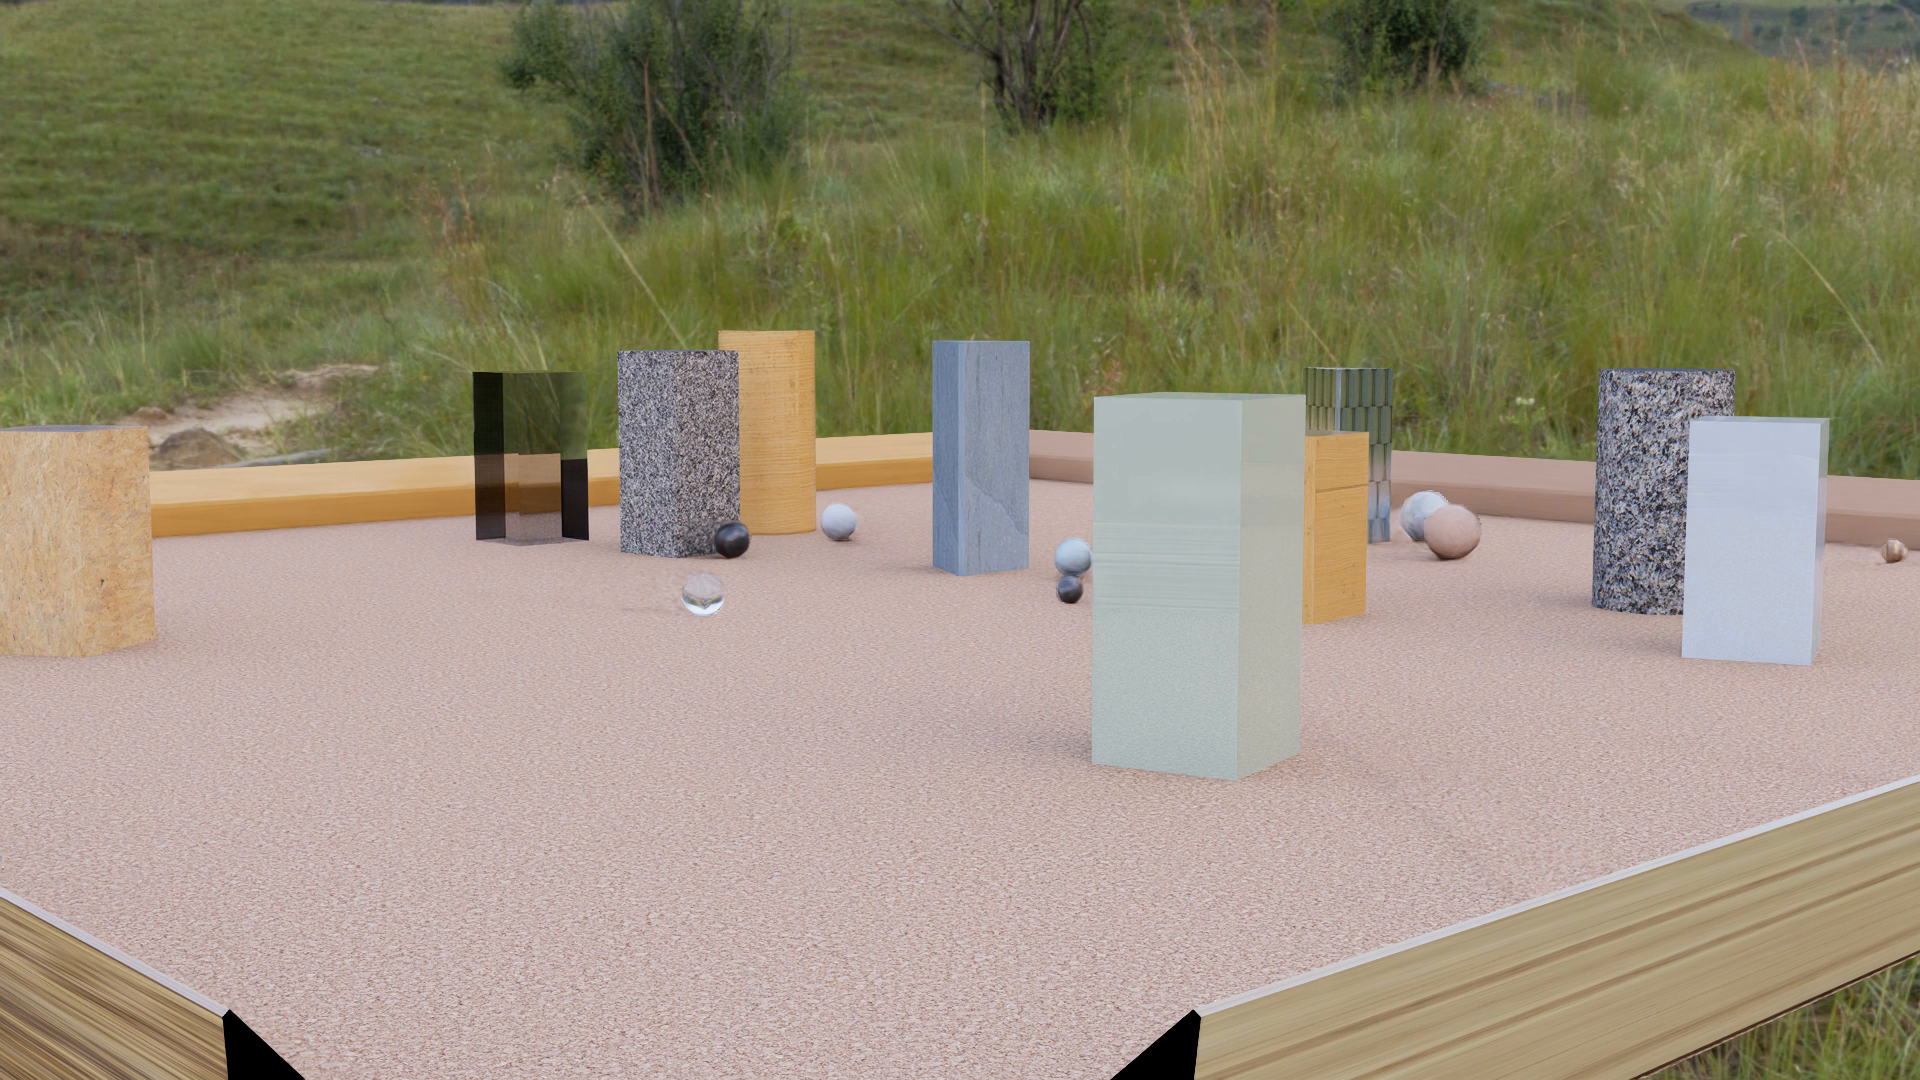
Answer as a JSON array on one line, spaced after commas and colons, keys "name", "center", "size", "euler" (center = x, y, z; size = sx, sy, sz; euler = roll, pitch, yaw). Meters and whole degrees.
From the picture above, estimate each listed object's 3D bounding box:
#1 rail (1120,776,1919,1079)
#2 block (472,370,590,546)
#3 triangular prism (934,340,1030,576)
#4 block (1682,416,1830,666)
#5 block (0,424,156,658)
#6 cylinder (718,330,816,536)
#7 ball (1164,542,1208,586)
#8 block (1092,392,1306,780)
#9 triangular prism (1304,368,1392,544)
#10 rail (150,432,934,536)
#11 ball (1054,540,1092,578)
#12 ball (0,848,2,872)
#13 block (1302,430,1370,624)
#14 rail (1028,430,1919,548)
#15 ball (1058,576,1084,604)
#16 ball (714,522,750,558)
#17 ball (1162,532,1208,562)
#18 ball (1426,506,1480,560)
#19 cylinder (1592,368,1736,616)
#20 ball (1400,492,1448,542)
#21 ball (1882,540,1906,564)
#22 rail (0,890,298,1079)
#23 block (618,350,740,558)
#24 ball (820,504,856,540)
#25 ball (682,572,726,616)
[{"name": "rail", "center": [1.200, 0.168, 2.039], "size": [3.665, 0.126, 0.045], "euler": [-6, 8, -42]}, {"name": "block", "center": [-0.826, -0.161, 4.231], "size": [0.155, 0.325, 0.155], "euler": [-6, 8, -44]}, {"name": "triangular prism", "center": [0.008, -0.145, 3.767], "size": [0.145, 0.391, 0.168], "euler": [6, 8, 44]}, {"name": "block", "center": [1.030, -0.004, 2.844], "size": [0.155, 0.303, 0.155], "euler": [3, 7, 25]}, {"name": "block", "center": [-1.180, -0.003, 2.900], "size": [0.155, 0.289, 0.155], "euler": [1, 6, 13]}, {"name": "cylinder", "center": [-0.386, -0.219, 4.417], "size": [0.194, 0.402, 0.194], "euler": [0, 6, 0]}, {"name": "ball", "center": [0.366, 0.039, 3.552], "size": [0.070, 0.070, 0.070], "euler": [0, 6, 0]}, {"name": "block", "center": [0.236, 0.038, 2.170], "size": [0.155, 0.360, 0.155], "euler": [4, 7, 31]}, {"name": "triangular prism", "center": [0.715, -0.163, 4.216], "size": [0.168, 0.333, 0.145], "euler": [-6, 8, -43]}, {"name": "rail", "center": [-1.200, -0.103, 4.625], "size": [3.665, 0.126, 0.045], "euler": [-6, 8, -42]}, {"name": "ball", "center": [0.188, 0.031, 3.658], "size": [0.064, 0.064, 0.064], "euler": [0, 6, 0]}, {"name": "ball", "center": [-0.746, 0.238, 1.615], "size": [0.079, 0.079, 0.079], "euler": [0, 6, 0]}, {"name": "block", "center": [0.487, -0.024, 3.208], "size": [0.155, 0.266, 0.155], "euler": [5, 8, 38]}, {"name": "rail", "center": [1.329, -0.095, 4.552], "size": [0.045, 0.126, 3.586], "euler": [-6, 8, -42]}, {"name": "ball", "center": [0.168, 0.076, 3.342], "size": [0.041, 0.041, 0.041], "euler": [0, 6, 0]}, {"name": "ball", "center": [-0.409, 0.000, 3.947], "size": [0.064, 0.064, 0.064], "euler": [0, 6, 0]}, {"name": "ball", "center": [0.376, 0.024, 3.667], "size": [0.075, 0.075, 0.075], "euler": [0, 6, 0]}, {"name": "ball", "center": [0.880, -0.014, 3.924], "size": [0.097, 0.097, 0.097], "euler": [0, 6, 0]}, {"name": "cylinder", "center": [1.050, -0.076, 3.286], "size": [0.194, 0.355, 0.194], "euler": [0, 6, 0]}, {"name": "ball", "center": [0.892, -0.045, 4.220], "size": [0.096, 0.096, 0.096], "euler": [0, 6, 0]}, {"name": "ball", "center": [1.643, 0.020, 3.868], "size": [0.041, 0.041, 0.041], "euler": [0, 6, 0]}, {"name": "rail", "center": [-1.329, 0.161, 2.112], "size": [0.045, 0.126, 3.586], "euler": [-6, 8, -42]}, {"name": "block", "center": [-0.514, -0.162, 4.030], "size": [0.155, 0.369, 0.155], "euler": [5, 8, 40]}, {"name": "ball", "center": [-0.235, -0.034, 4.249], "size": [0.070, 0.070, 0.070], "euler": [0, 6, 0]}, {"name": "ball", "center": [-0.373, 0.079, 3.204], "size": [0.063, 0.063, 0.063], "euler": [0, 6, 0]}]
